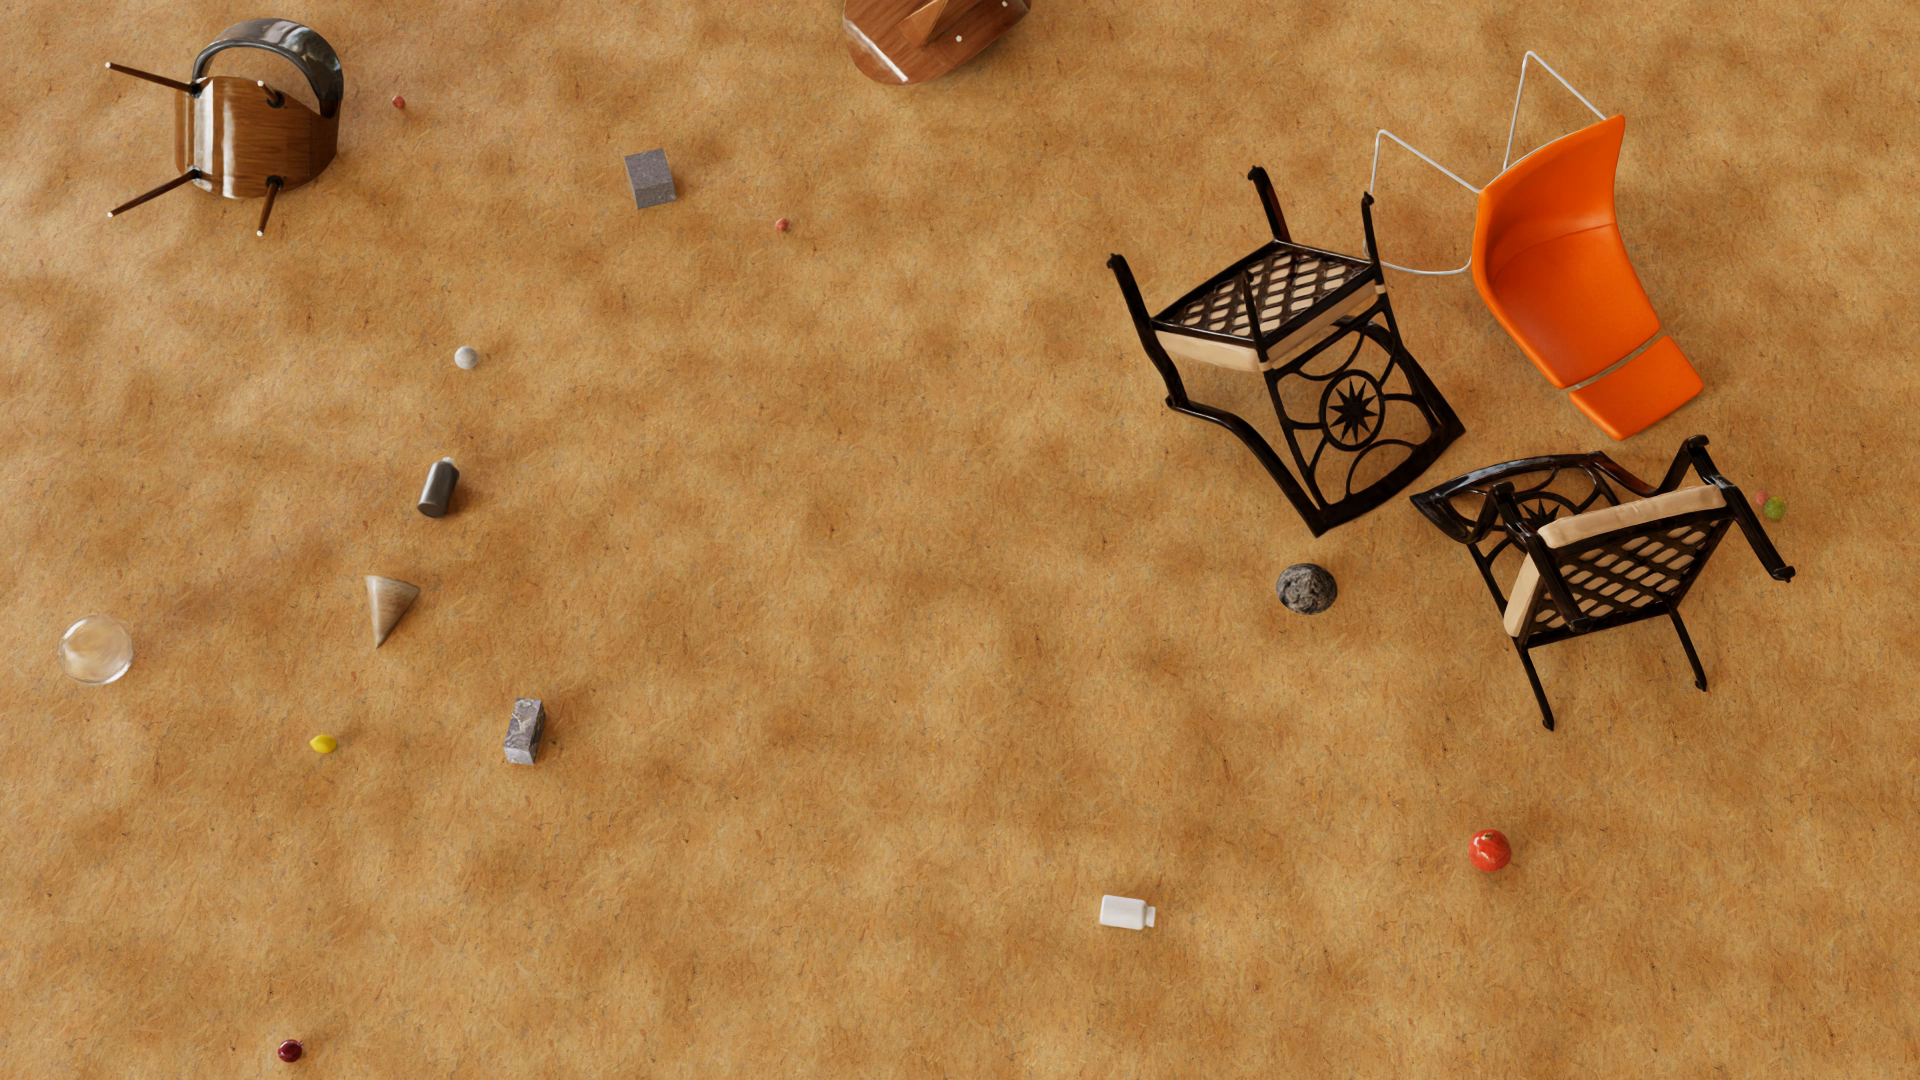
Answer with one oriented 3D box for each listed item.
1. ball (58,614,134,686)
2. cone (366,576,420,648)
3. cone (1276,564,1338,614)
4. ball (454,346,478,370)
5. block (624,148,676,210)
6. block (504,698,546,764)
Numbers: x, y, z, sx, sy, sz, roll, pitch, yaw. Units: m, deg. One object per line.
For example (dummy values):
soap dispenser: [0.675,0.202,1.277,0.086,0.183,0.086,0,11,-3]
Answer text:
ball: [-2.452,0.312,6.243,0.202,0.202,0.202,0,56,0]
cone: [-1.671,0.221,6.387,0.161,0.130,0.201,16,75,-20]
cone: [1.022,0.117,6.437,0.178,0.097,0.185,38,64,22]
ball: [-1.551,-0.573,6.914,0.074,0.074,0.074,0,56,0]
block: [-1.032,-1.203,7.325,0.131,0.094,0.158,-15,57,-10]
block: [-1.219,0.535,6.161,0.071,0.090,0.159,6,56,4]
